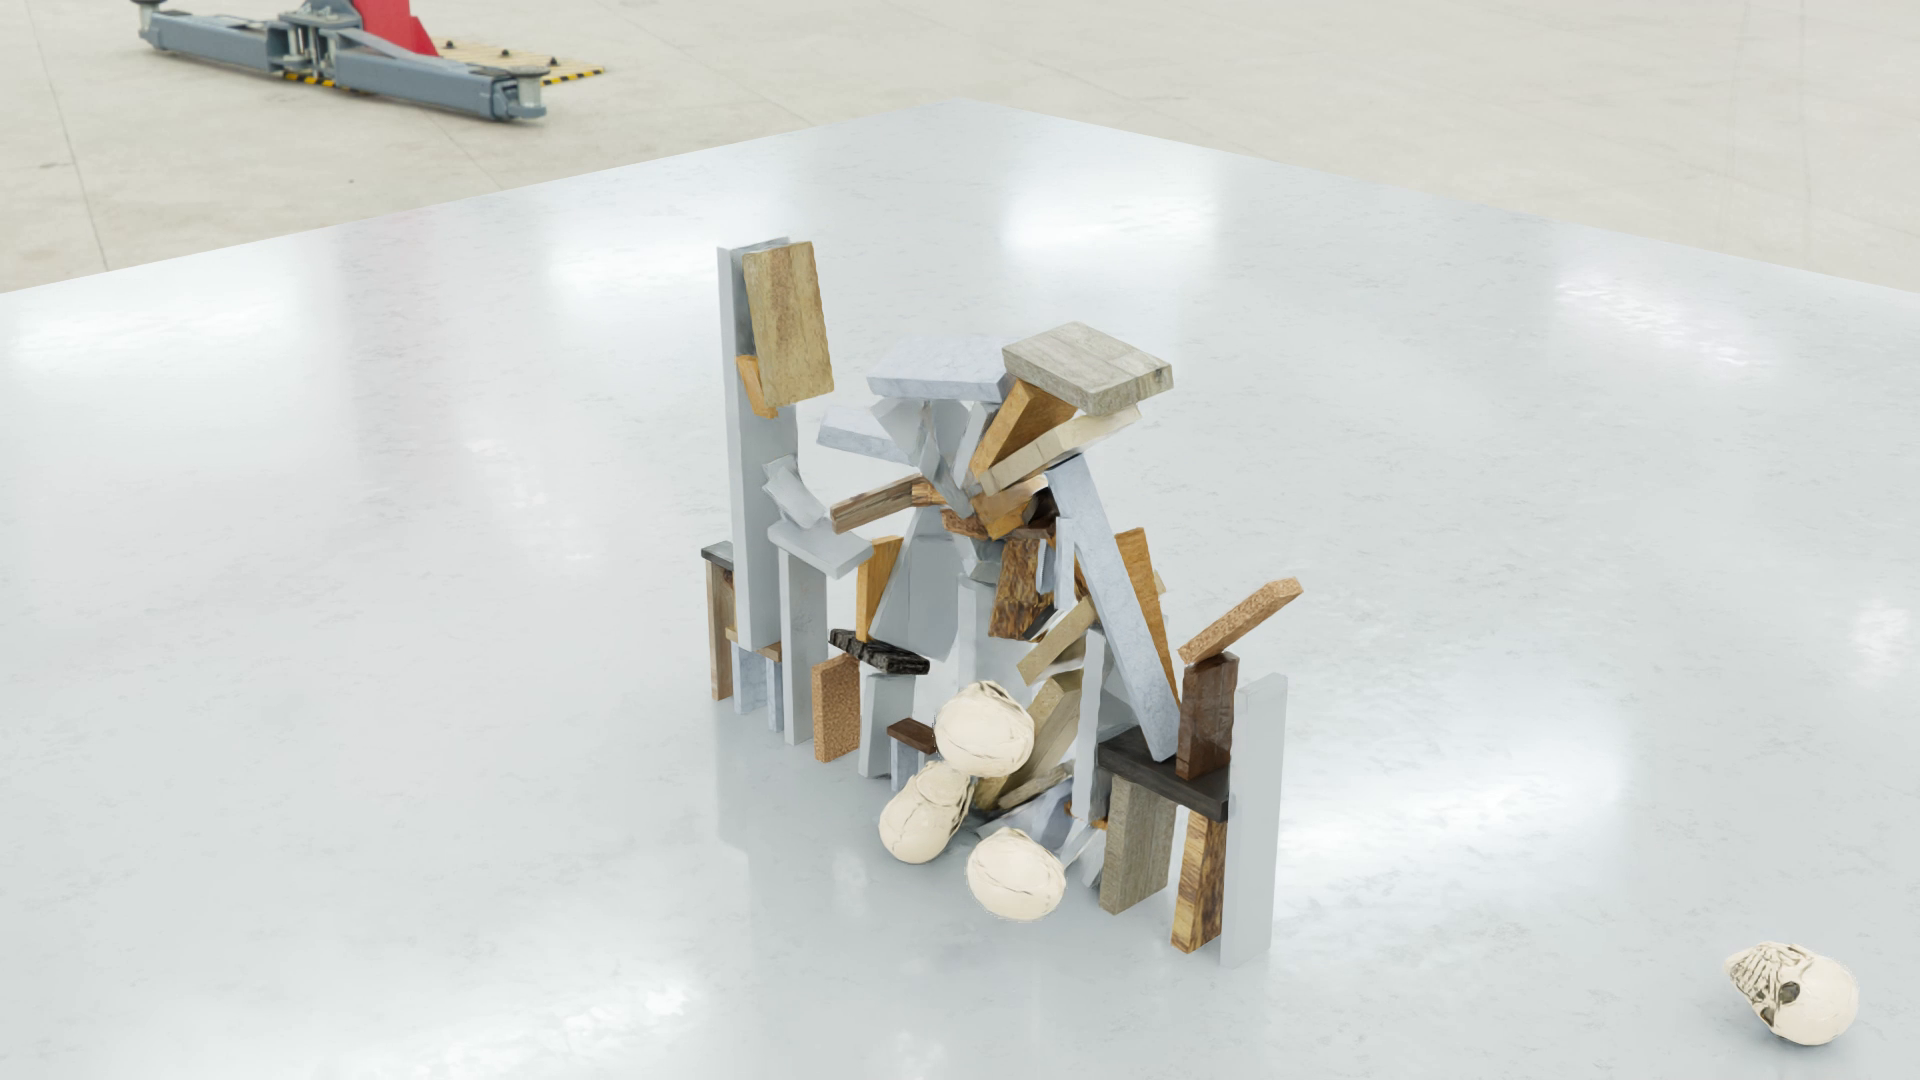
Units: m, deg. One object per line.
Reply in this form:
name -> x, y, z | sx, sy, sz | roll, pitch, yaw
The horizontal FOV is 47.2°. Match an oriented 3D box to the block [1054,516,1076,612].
block -> 0.169, 0.038, 3.557 | 0.021, 0.148, 0.074 | 2, 3, -5

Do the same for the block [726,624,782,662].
block -> -0.418, 0.215, 4.774 | 0.088, 0.025, 0.175 | -21, 31, -41

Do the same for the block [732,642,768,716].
block -> -0.459, 0.291, 4.851 | 0.025, 0.176, 0.088 | 21, 31, 41

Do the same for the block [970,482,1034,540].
block -> 0.087, -0.065, 4.157 | 0.109, 0.031, 0.219 | -29, 17, 0

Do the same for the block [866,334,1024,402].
block -> -0.013, -0.313, 3.981 | 0.286, 0.041, 0.143 | 6, 41, 34

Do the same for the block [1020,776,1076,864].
block -> 0.186, 0.538, 4.252 | 0.096, 0.192, 0.027 | -21, 53, -40

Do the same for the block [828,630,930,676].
block -> -0.169, 0.235, 4.605 | 0.108, 0.030, 0.215 | 5, 12, -39

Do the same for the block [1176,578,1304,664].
block -> 0.483, 0.140, 3.793 | 0.107, 0.214, 0.030 | -8, 63, -56

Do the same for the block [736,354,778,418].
block -> -0.410, -0.310, 4.438 | 0.018, 0.128, 0.064 | -31, 28, -28

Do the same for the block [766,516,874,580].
block -> -0.289, 0.003, 4.537 | 0.209, 0.030, 0.104 | 29, 49, 35

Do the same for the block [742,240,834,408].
block -> -0.343, -0.434, 4.408 | 0.044, 0.308, 0.154 | 4, 18, 43

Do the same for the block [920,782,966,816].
block -> -0.034, 0.522, 4.432 | 0.050, 0.014, 0.101 | 0, 27, -31

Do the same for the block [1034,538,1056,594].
block -> 0.179, 0.034, 4.106 | 0.067, 0.134, 0.019 | -16, 39, -27

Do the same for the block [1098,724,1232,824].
block -> 0.406, 0.414, 3.971 | 0.147, 0.042, 0.294 | -20, 30, -39

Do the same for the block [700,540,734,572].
block -> -0.491, 0.038, 4.773 | 0.070, 0.020, 0.140 | -21, 31, -40

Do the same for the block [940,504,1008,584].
block -> 0.056, -0.035, 4.463 | 0.167, 0.047, 0.335 | 12, 35, -28

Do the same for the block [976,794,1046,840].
block -> 0.124, 0.536, 4.316 | 0.096, 0.027, 0.192 | -21, -9, -40

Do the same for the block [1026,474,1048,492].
block -> 0.117, -0.094, 4.290 | 0.093, 0.026, 0.185 | -39, 34, -24

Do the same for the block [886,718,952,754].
block -> -0.084, 0.399, 4.480 | 0.124, 0.018, 0.062 | 21, 31, 41

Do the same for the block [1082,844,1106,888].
block -> 0.289, 0.598, 4.171 | 0.072, 0.143, 0.020 | -16, 55, -41

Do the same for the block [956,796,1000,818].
block -> 0.032, 0.537, 4.431 | 0.050, 0.014, 0.101 | 0, 12, -30

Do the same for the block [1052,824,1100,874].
block -> 0.234, 0.580, 4.226 | 0.020, 0.143, 0.072 | 43, 37, 11

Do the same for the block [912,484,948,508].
block -> -0.046, -0.091, 4.327 | 0.094, 0.013, 0.047 | -5, 51, 3

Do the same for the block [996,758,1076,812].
block -> 0.168, 0.471, 4.274 | 0.096, 0.027, 0.192 | -14, -16, -48

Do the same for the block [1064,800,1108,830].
block -> 0.273, 0.519, 4.165 | 0.072, 0.020, 0.143 | -17, 24, -40

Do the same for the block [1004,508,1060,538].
block -> 0.146, -0.031, 4.053 | 0.072, 0.020, 0.143 | -39, 20, -27

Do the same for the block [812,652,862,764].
block -> -0.260, 0.354, 4.651 | 0.108, 0.215, 0.030 | -21, 30, -40

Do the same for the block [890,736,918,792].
block -> -0.113, 0.453, 4.535 | 0.018, 0.124, 0.062 | 21, 31, 41

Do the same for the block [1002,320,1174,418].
block -> 0.214, -0.293, 3.732 | 0.153, 0.043, 0.305 | -22, 28, -21

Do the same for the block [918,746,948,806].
block -> -0.055, 0.475, 4.482 | 0.062, 0.124, 0.018 | -20, 30, -38

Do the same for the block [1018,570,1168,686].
block -> 0.245, 0.168, 4.136 | 0.165, 0.329, 0.047 | -19, 73, -30

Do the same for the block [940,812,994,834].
block -> 0.013, 0.559, 4.420 | 0.101, 0.014, 0.050 | 17, 29, 38

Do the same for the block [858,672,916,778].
block -> -0.151, 0.380, 4.571 | 0.108, 0.215, 0.030 | -7, 19, -40
